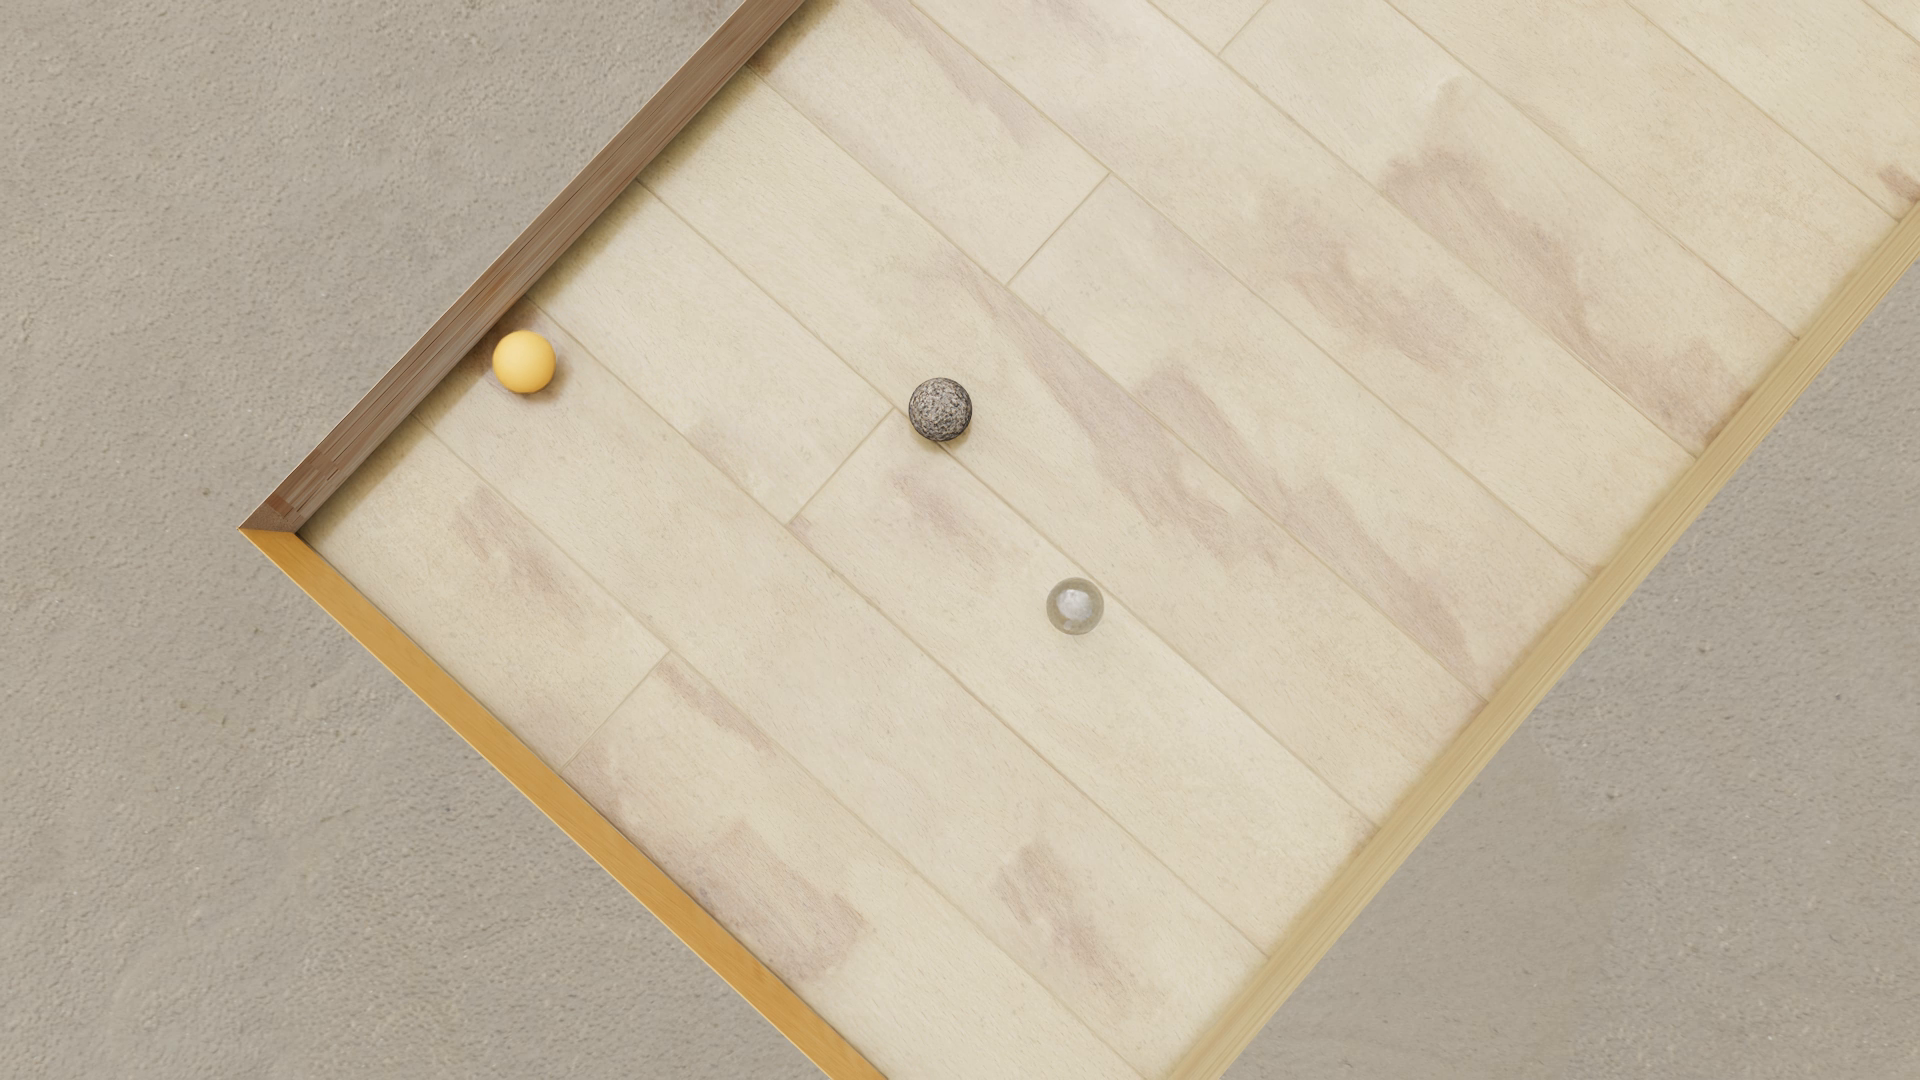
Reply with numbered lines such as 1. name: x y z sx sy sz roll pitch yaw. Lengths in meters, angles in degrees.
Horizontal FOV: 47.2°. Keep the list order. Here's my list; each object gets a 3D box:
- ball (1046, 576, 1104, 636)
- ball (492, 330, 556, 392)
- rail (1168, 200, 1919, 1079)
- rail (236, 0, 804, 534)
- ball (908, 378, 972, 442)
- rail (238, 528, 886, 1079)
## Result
1. ball: 0.170 0.098 3.254 0.088 0.088 0.088 0 80 0
2. ball: -0.656 -0.269 3.312 0.094 0.094 0.094 0 80 0
3. rail: 1.033 -0.016 3.253 0.045 0.125 2.792 41 83 6
4. rail: -0.103 -1.017 3.422 0.045 0.125 2.792 41 83 6
5. ball: -0.029 -0.196 3.299 0.096 0.096 0.096 0 80 0
6. rail: -0.449 0.492 3.167 1.571 0.125 0.045 41 83 6
